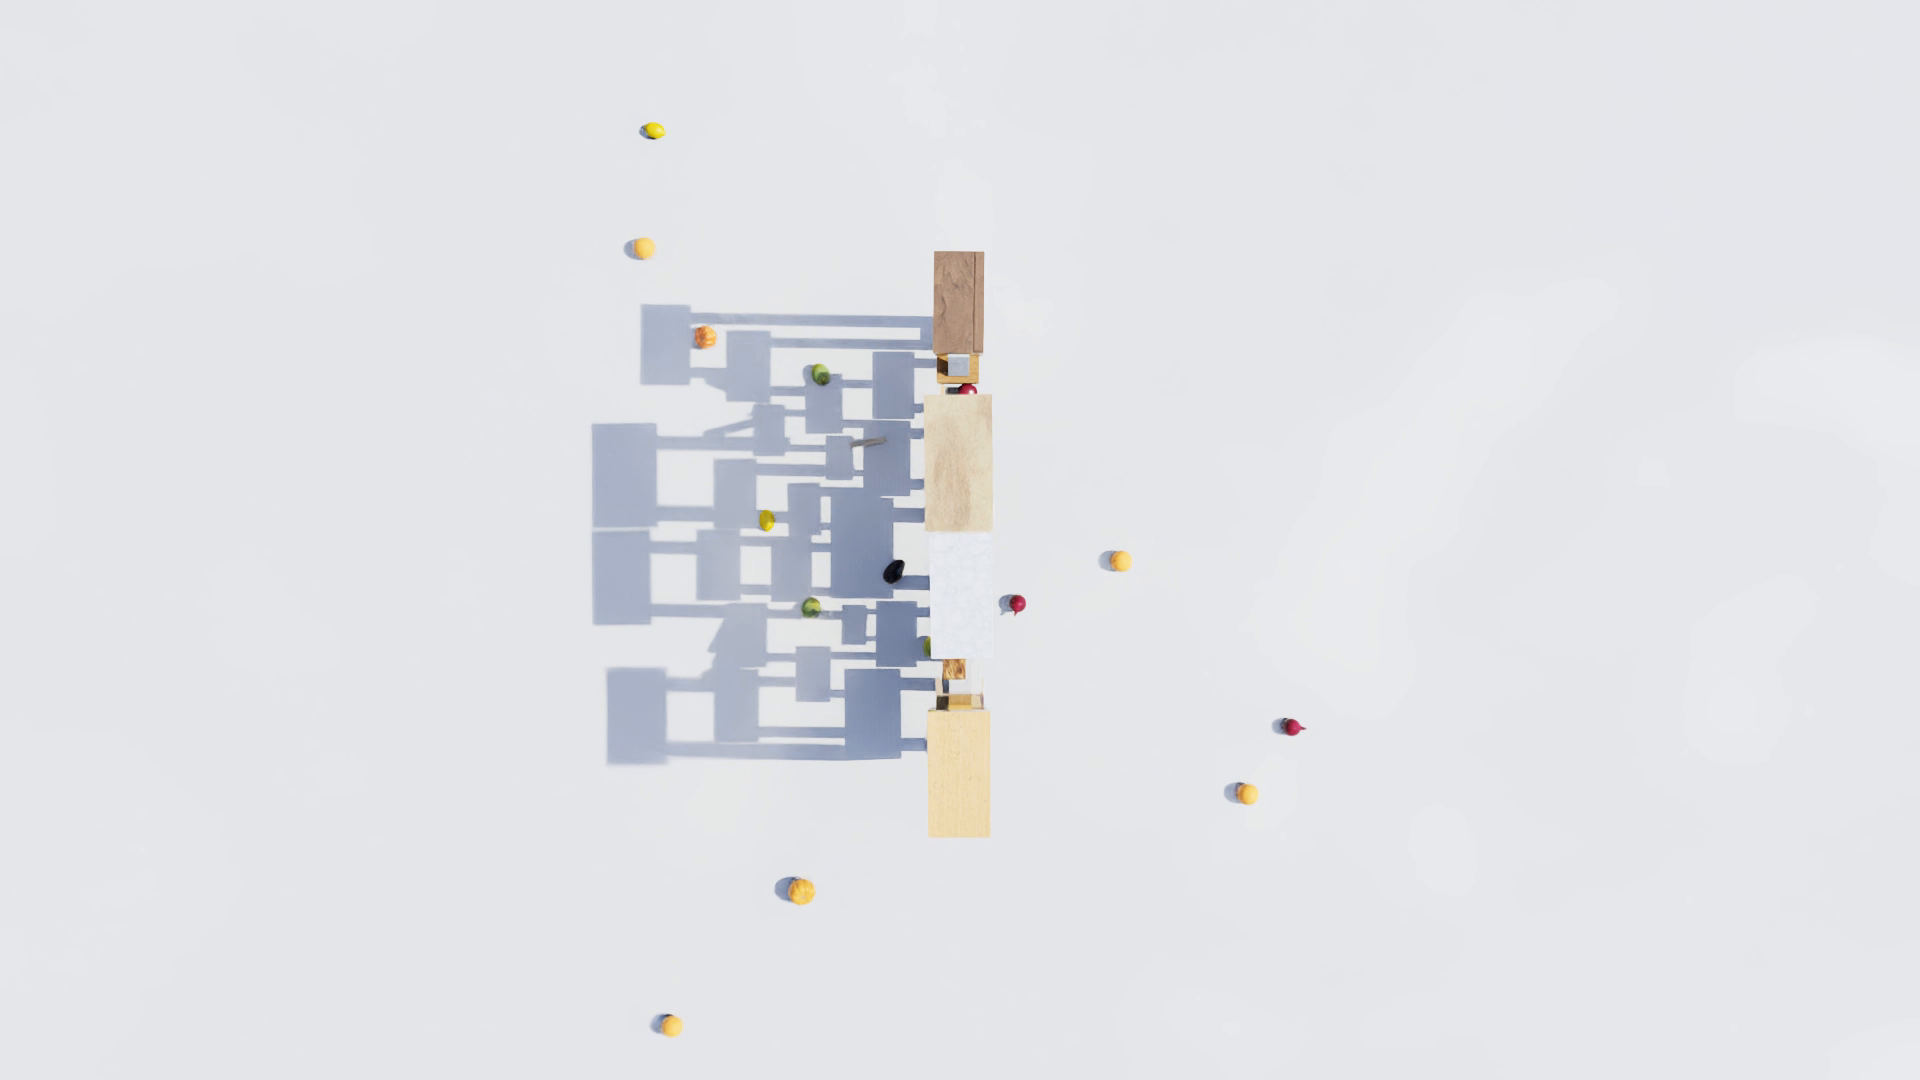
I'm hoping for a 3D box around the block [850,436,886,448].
[{"bbox_3d":[-0.304,-0.323,5.470,0.120,0.060,0.017,-10,90,0],"label":"block"}]

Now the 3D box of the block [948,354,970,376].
[{"bbox_3d":[-0.004,-0.496,4.648,0.060,0.120,0.017,1,69,0],"label":"block"}]

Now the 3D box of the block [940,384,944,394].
[{"bbox_3d":[-0.004,-0.513,5.258,0.113,0.032,0.226,0,90,0],"label":"block"}]

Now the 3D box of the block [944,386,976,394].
[{"bbox_3d":[0.000,-0.356,4.794,0.087,0.025,0.175,0,90,0],"label":"block"}]

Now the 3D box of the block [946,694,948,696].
[{"bbox_3d":[0.002,0.455,4.954,0.094,0.027,0.188,0,90,0],"label":"block"}]

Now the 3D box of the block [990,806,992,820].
[{"bbox_3d":[0.000,0.716,4.744,0.164,0.823,0.046,-2,90,0],"label":"block"}]

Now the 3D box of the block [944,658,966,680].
[{"bbox_3d":[-0.015,0.333,4.655,0.063,0.018,0.126,0,61,0],"label":"block"}]

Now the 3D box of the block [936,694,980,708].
[{"bbox_3d":[-0.004,0.564,4.678,0.123,0.035,0.246,0,90,0],"label":"block"}]

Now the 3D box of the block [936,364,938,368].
[{"bbox_3d":[-0.008,-0.488,4.861,0.120,0.240,0.034,0,90,0],"label":"block"}]

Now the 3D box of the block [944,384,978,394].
[{"bbox_3d":[0.001,-0.448,4.995,0.101,0.029,0.202,-1,90,0],"label":"block"}]

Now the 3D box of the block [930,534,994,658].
[{"bbox_3d":[0.003,0.144,4.247,0.159,0.045,0.319,-1,90,0],"label":"block"}]

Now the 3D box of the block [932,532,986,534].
[{"bbox_3d":[-0.001,0.032,5.139,0.169,0.048,0.338,0,90,0],"label":"block"}]

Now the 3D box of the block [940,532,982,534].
[{"bbox_3d":[0.002,0.096,4.606,0.120,0.034,0.240,0,90,0],"label":"block"}]

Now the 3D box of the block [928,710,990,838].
[{"bbox_3d":[-0.002,0.610,4.309,0.164,0.046,0.328,0,90,0],"label":"block"}]

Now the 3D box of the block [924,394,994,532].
[{"bbox_3d":[-0.003,-0.199,4.266,0.176,0.050,0.352,-1,90,0],"label":"block"}]

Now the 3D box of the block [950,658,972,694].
[{"bbox_3d":[0.001,0.374,4.653,0.063,0.018,0.126,0,59,0],"label":"block"}]

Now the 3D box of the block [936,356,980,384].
[{"bbox_3d":[-0.005,-0.569,4.724,0.120,0.034,0.240,0,90,0],"label":"block"}]

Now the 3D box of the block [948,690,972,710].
[{"bbox_3d":[0.001,0.441,4.632,0.063,0.126,0.018,0,114,0],"label":"block"}]

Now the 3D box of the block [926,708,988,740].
[{"bbox_3d":[-0.006,0.499,4.496,0.164,0.328,0.046,-1,91,0],"label":"block"}]

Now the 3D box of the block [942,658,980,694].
[{"bbox_3d":[0.005,0.328,4.708,0.108,0.031,0.217,0,90,0],"label":"block"}]

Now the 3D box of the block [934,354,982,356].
[{"bbox_3d":[-0.003,-0.544,4.571,0.135,0.271,0.038,1,90,0],"label":"block"}]

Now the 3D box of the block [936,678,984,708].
[{"bbox_3d":[0.000,0.584,5.177,0.151,0.043,0.302,-1,90,0],"label":"block"}]

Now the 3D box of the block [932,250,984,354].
[{"bbox_3d":[-0.003,-0.635,4.417,0.135,0.038,0.271,1,90,0],"label":"block"}]
